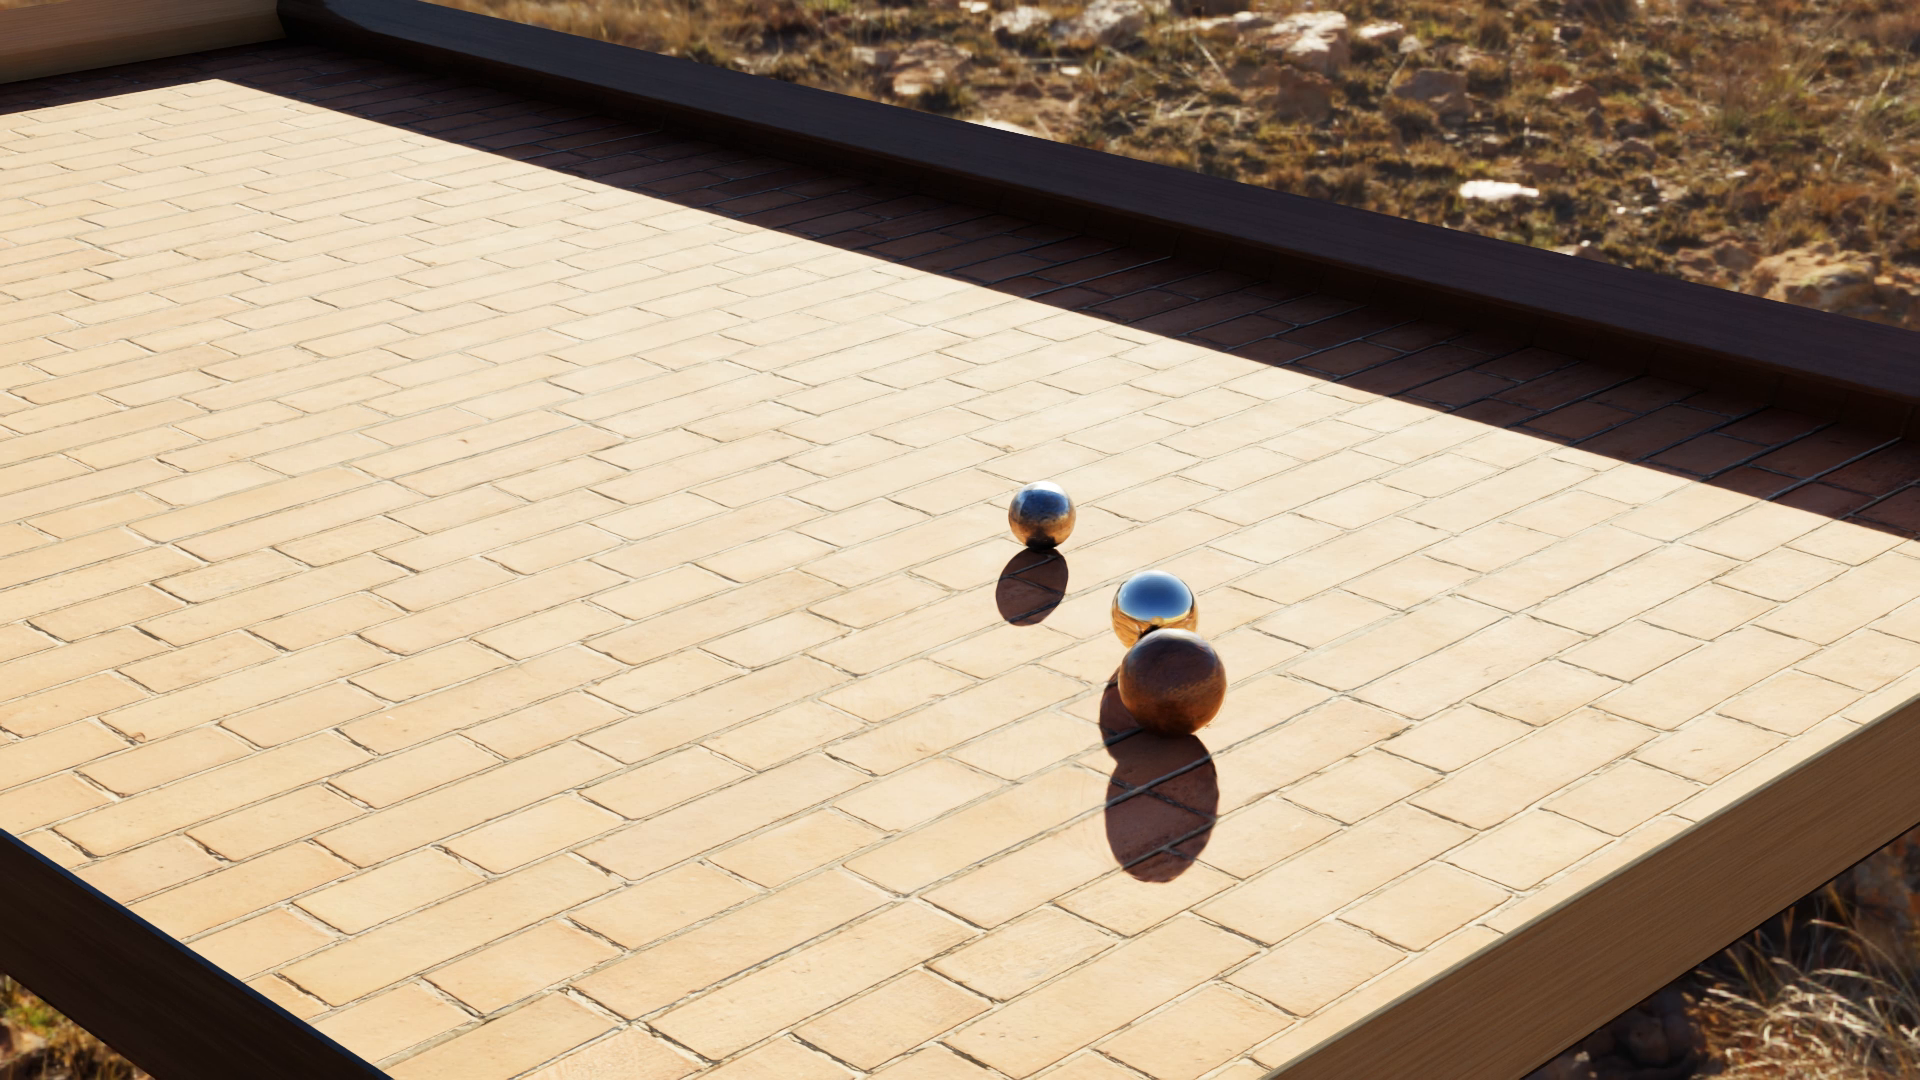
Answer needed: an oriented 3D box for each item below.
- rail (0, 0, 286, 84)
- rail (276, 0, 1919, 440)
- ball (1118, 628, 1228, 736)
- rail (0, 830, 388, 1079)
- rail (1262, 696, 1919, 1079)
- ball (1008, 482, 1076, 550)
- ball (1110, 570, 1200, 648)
[{"bbox_3d":[-1.818,-0.662,4.345,0.045,0.113,1.944,19,28,41],"label":"rail"},{"bbox_3d":[0.058,-0.474,3.850,3.454,0.113,0.045,19,28,41],"label":"rail"},{"bbox_3d":[0.169,0.113,2.345,0.087,0.087,0.087,0,21,0],"label":"ball"},{"bbox_3d":[-1.281,0.004,2.594,3.454,0.113,0.045,19,28,41],"label":"rail"},{"bbox_3d":[0.595,0.192,2.098,0.045,0.113,1.944,19,28,41],"label":"rail"},{"bbox_3d":[0.076,-0.023,2.735,0.064,0.064,0.064,0,21,0],"label":"ball"},{"bbox_3d":[0.165,0.063,2.494,0.075,0.075,0.075,0,21,0],"label":"ball"}]
